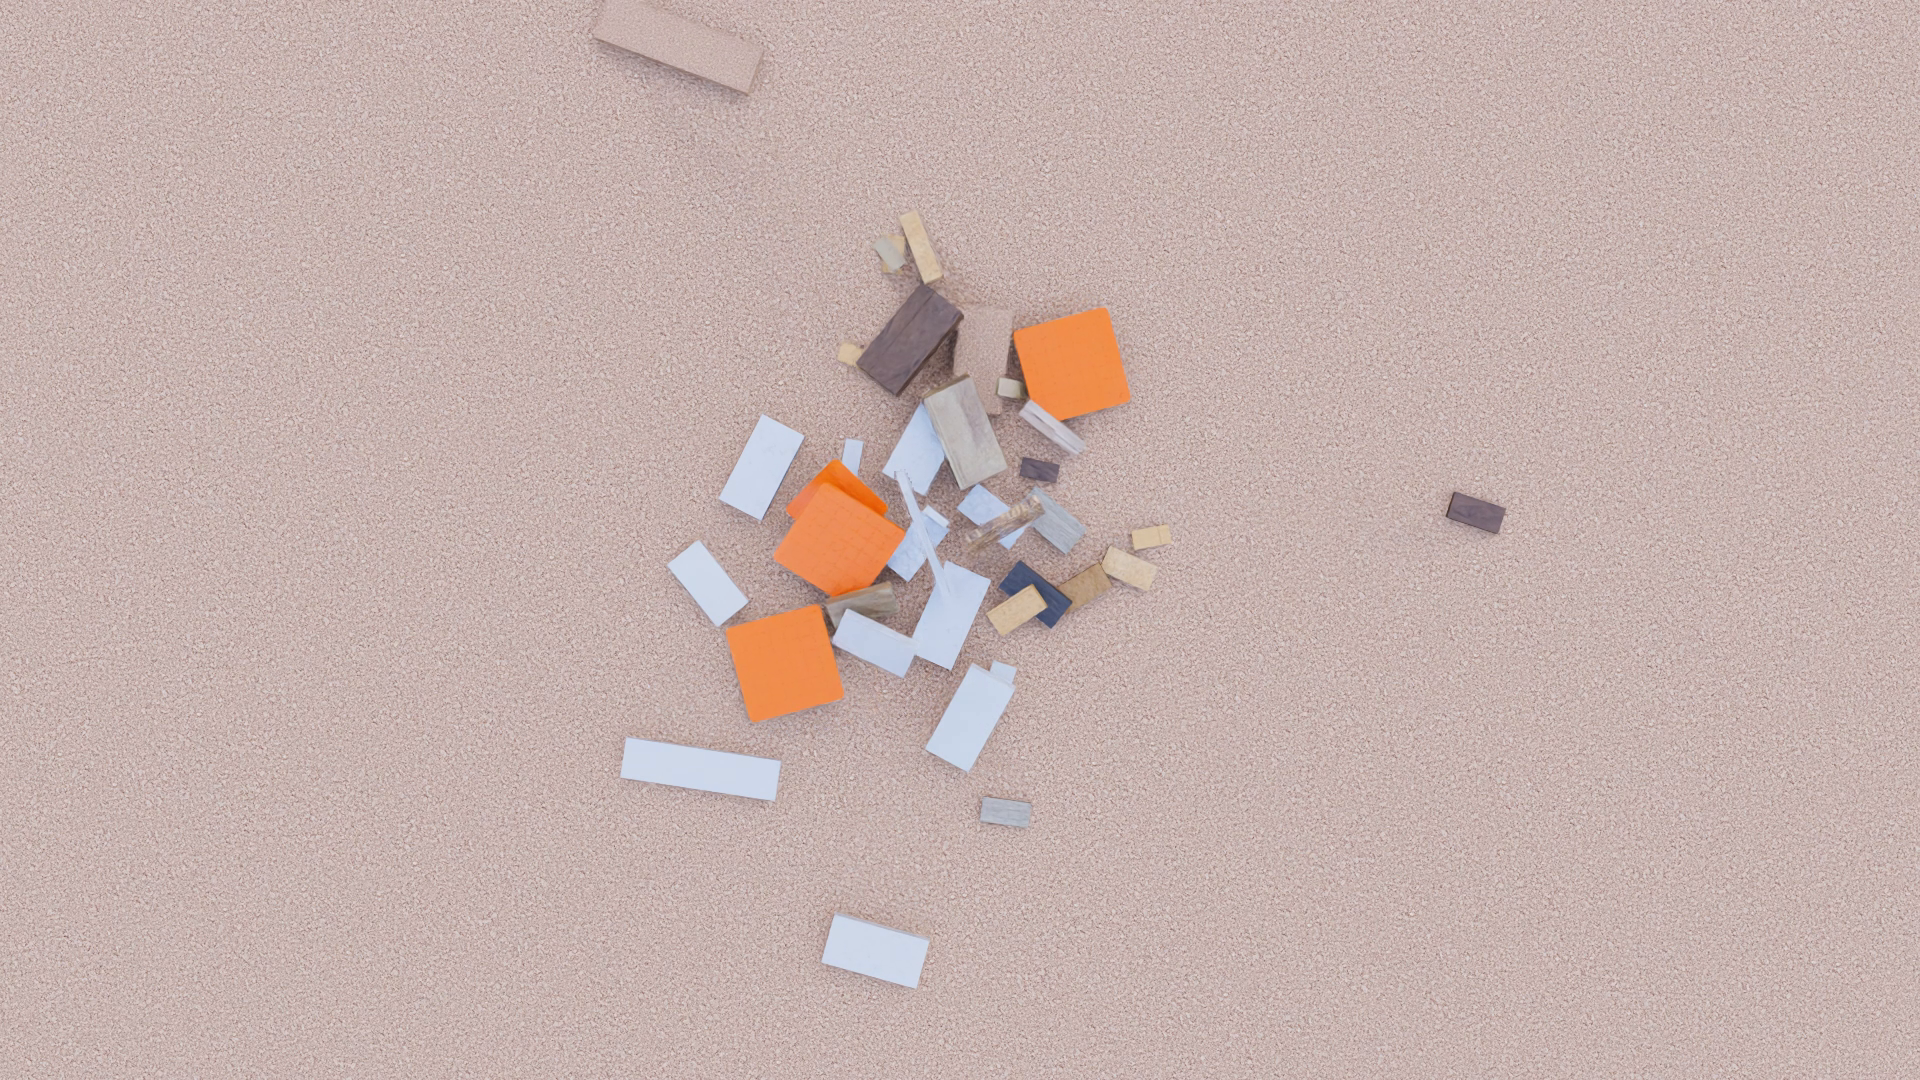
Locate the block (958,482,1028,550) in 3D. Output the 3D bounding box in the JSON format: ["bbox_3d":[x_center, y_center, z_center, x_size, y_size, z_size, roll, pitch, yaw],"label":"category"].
[{"bbox_3d":[0.110,-0.079,5.484,0.221,0.031,0.110,38,90,0],"label":"block"}]

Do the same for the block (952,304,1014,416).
[{"bbox_3d":[0.069,-0.596,5.475,0.173,0.049,0.347,7,90,0],"label":"block"}]

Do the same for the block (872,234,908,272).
[{"bbox_3d":[-0.234,-0.950,5.474,0.058,0.016,0.116,-37,90,0],"label":"block"}]

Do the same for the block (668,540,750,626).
[{"bbox_3d":[-0.835,0.144,5.481,0.133,0.038,0.266,-39,90,0],"label":"block"}]

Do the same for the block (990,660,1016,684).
[{"bbox_3d":[0.124,0.488,5.466,0.081,0.023,0.162,19,90,0],"label":"block"}]

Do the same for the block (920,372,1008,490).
[{"bbox_3d":[0.013,-0.353,5.393,0.173,0.049,0.346,-26,116,-6],"label":"block"}]

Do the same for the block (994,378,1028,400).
[{"bbox_3d":[0.169,-0.501,5.459,0.116,0.016,0.058,7,90,-37],"label":"block"}]

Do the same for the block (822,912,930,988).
[{"bbox_3d":[-0.280,1.362,5.477,0.326,0.046,0.163,16,90,0],"label":"block"}]

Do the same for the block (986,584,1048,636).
[{"bbox_3d":[0.188,0.231,5.456,0.185,0.026,0.093,-34,92,19],"label":"block"}]

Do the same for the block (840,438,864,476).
[{"bbox_3d":[-0.360,-0.275,5.492,0.058,0.016,0.116,11,90,0],"label":"block"}]

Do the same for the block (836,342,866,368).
[{"bbox_3d":[-0.339,-0.609,5.491,0.128,0.018,0.064,19,90,0],"label":"block"}]

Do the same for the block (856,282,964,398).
[{"bbox_3d":[-0.165,-0.661,5.434,0.173,0.049,0.346,39,89,9],"label":"block"}]

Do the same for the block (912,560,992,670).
[{"bbox_3d":[-0.037,0.249,5.477,0.163,0.046,0.326,24,90,0],"label":"block"}]

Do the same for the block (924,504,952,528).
[{"bbox_3d":[-0.074,-0.078,5.399,0.089,0.201,0.025,39,92,0],"label":"block"}]

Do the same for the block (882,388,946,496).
[{"bbox_3d":[-0.112,-0.324,5.449,0.158,0.045,0.315,29,99,-3],"label":"block"}]

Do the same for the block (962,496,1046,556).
[{"bbox_3d":[0.145,-0.048,5.411,0.281,0.112,0.032,-30,68,0],"label":"block"}]

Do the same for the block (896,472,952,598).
[{"bbox_3d":[-0.113,-0.012,5.248,0.026,0.093,0.498,-20,134,0],"label":"block"}]

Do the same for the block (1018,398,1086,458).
[{"bbox_3d":[0.306,-0.370,5.446,0.249,0.018,0.063,36,104,-18],"label":"block"}]

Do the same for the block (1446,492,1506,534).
[{"bbox_3d":[1.716,-0.090,5.487,0.177,0.025,0.089,18,90,0],"label":"block"}]

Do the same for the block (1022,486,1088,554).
[{"bbox_3d":[0.302,-0.066,5.484,0.224,0.032,0.112,41,90,0],"label":"block"}]

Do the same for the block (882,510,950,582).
[{"bbox_3d":[-0.146,0.019,5.484,0.110,0.031,0.221,39,90,0],"label":"block"}]

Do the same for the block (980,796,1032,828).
[{"bbox_3d":[0.151,0.904,5.489,0.162,0.023,0.081,8,90,0],"label":"block"}]

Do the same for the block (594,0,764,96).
[{"bbox_3d":[-0.932,-1.646,5.478,0.543,0.045,0.158,20,90,0],"label":"block"}]

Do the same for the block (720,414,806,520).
[{"bbox_3d":[-0.656,-0.241,5.478,0.158,0.045,0.315,27,90,0],"label":"block"}]

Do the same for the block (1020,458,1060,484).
[{"bbox_3d":[0.265,-0.232,5.491,0.126,0.018,0.063,12,90,0],"label":"block"}]

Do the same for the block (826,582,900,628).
[{"bbox_3d":[-0.323,0.216,5.453,0.221,0.031,0.110,-15,130,0],"label":"block"}]

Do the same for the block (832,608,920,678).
[{"bbox_3d":[-0.279,0.341,5.447,0.266,0.038,0.133,25,123,0],"label":"block"}]

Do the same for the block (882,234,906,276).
[{"bbox_3d":[-0.219,-0.950,5.491,0.064,0.018,0.128,7,90,0],"label":"block"}]

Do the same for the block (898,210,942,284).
[{"bbox_3d":[-0.130,-0.969,5.453,0.064,0.018,0.260,-20,73,0],"label":"block"}]

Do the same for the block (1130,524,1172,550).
[{"bbox_3d":[0.636,-0.010,5.491,0.126,0.018,0.063,-11,90,0],"label":"block"}]

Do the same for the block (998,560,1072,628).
[{"bbox_3d":[0.251,0.180,5.467,0.224,0.032,0.112,39,100,4],"label":"block"}]

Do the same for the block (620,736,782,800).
[{"bbox_3d":[-0.859,0.760,5.481,0.517,0.038,0.133,9,90,0],"label":"block"}]

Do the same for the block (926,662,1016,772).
[{"bbox_3d":[0.034,0.586,5.440,0.163,0.046,0.326,28,103,0],"label":"block"}]

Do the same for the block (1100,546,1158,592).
[{"bbox_3d":[0.560,0.096,5.487,0.177,0.025,0.089,24,90,0],"label":"block"}]

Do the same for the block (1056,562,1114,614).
[{"bbox_3d":[0.405,0.161,5.473,0.185,0.026,0.093,-31,90,8],"label":"block"}]
